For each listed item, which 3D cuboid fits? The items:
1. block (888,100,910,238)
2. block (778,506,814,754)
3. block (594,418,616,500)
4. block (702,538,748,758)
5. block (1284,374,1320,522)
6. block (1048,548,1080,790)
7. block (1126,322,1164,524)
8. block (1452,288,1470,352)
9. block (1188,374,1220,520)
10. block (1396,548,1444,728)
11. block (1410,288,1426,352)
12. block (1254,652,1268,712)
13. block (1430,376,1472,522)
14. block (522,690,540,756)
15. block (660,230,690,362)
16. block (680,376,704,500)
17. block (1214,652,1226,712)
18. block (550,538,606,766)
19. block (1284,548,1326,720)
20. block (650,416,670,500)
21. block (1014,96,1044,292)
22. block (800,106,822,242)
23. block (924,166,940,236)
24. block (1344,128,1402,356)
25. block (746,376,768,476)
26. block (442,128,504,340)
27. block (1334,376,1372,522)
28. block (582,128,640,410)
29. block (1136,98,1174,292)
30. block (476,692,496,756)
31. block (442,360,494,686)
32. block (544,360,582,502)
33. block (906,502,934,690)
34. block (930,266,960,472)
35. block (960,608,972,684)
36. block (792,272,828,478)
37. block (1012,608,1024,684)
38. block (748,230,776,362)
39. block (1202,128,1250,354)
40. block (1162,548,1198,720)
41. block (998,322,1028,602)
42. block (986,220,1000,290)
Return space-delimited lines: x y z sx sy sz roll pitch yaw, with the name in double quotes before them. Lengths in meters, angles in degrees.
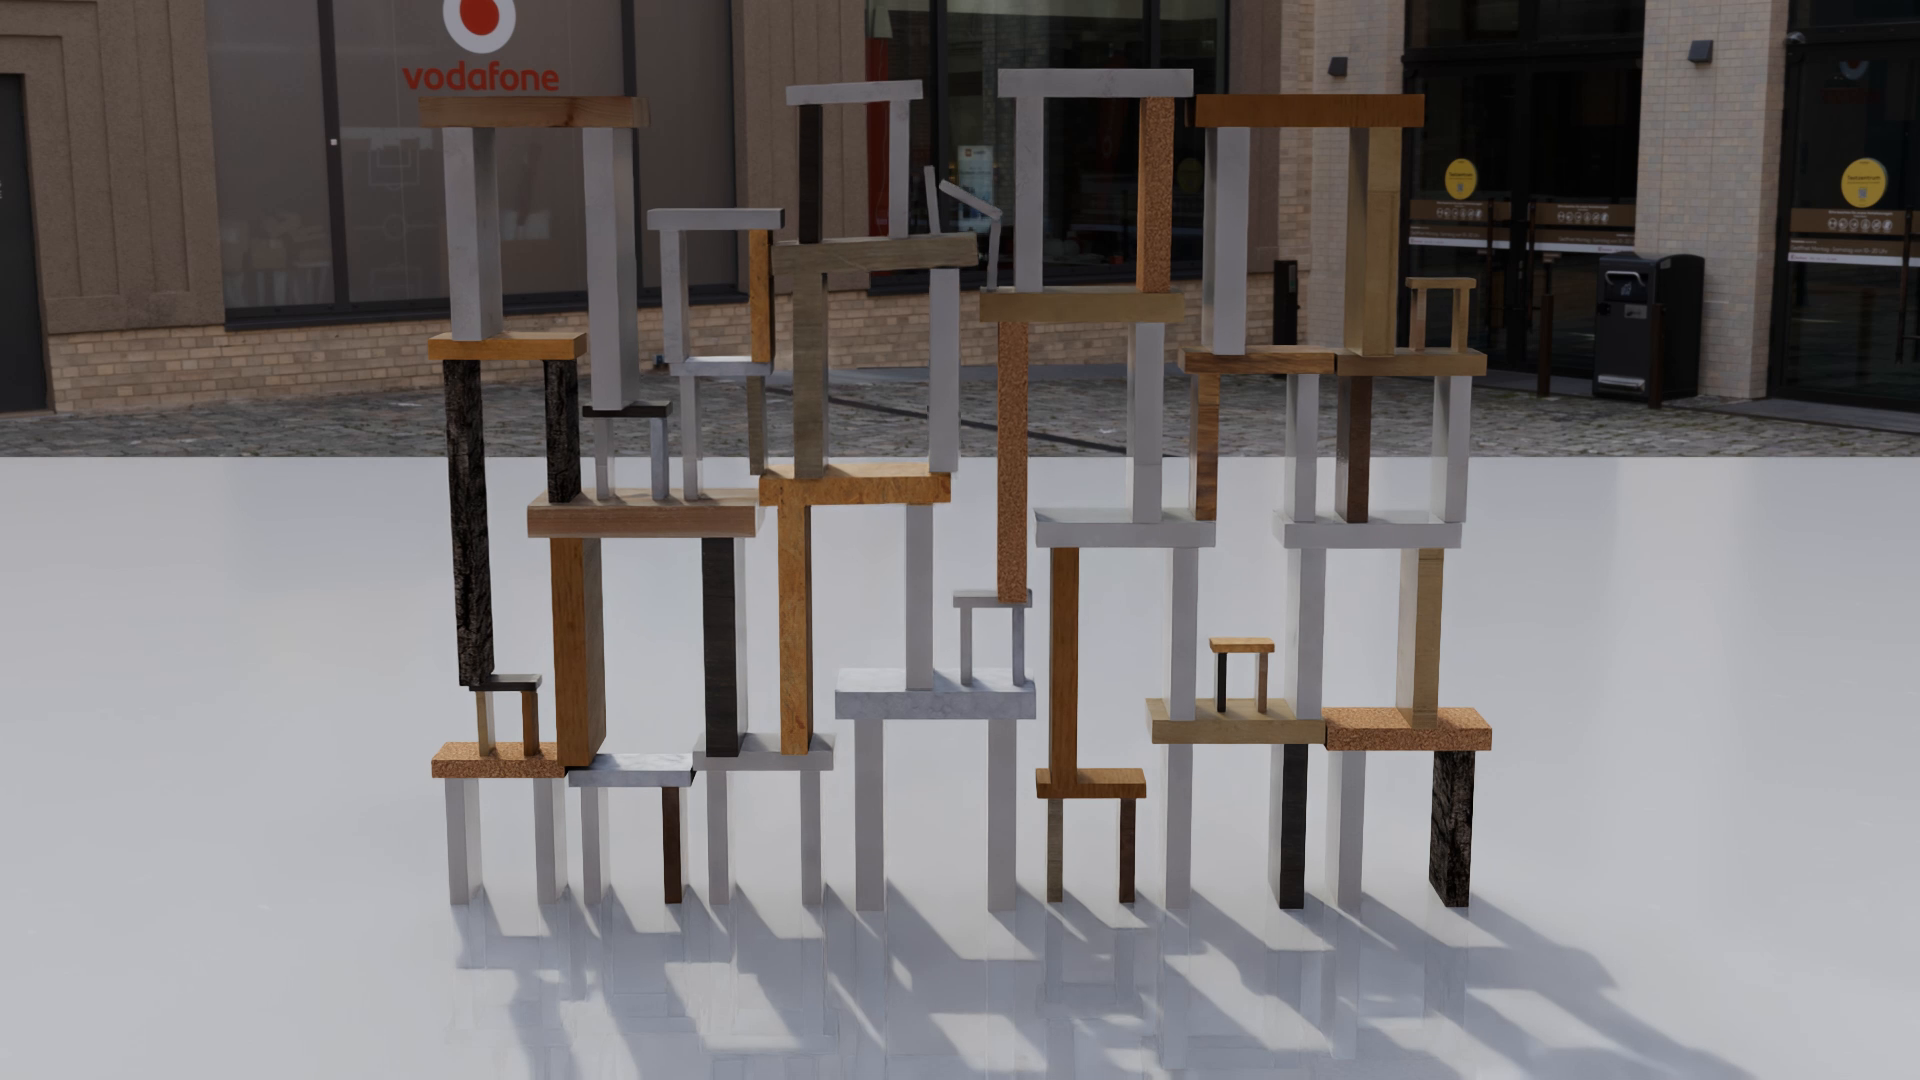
"block" -0.095 -0.582 3.452 0.030 0.210 0.105 1 11 0
"block" -0.267 0.132 3.585 0.043 0.408 0.151 0 11 0
"block" -0.571 -0.136 3.538 0.019 0.133 0.067 0 11 0
"block" -0.383 0.156 3.590 0.051 0.359 0.180 0 11 0
"block" 0.548 -0.155 3.533 0.033 0.237 0.117 0 11 0
"block" 0.169 0.195 3.592 0.040 0.399 0.142 0 11 0
"block" 0.295 -0.196 3.518 0.045 0.317 0.158 0 11 0
"block" 0.796 -0.352 3.499 0.014 0.101 0.050 0 11 0
"block" 0.392 -0.157 3.533 0.033 0.234 0.117 0 11 0
"block" 0.749 0.146 3.587 0.040 0.296 0.140 0 11 0
"block" 0.729 -0.351 3.499 0.014 0.101 0.050 0 11 0
"block" 0.493 0.227 3.604 0.014 0.100 0.050 0 11 0
"block" 0.787 -0.153 3.530 0.033 0.234 0.117 0 11 0
"block" -0.705 0.295 3.610 0.015 0.109 0.054 0 11 0
"block" -0.452 -0.390 3.490 0.029 0.207 0.103 -1 11 0
"block" -0.431 -0.169 3.532 0.022 0.200 0.079 -1 11 0
"block" 0.426 0.227 3.604 0.014 0.100 0.050 0 11 0
"block" -0.622 0.164 3.592 0.051 0.373 0.180 0 11 0
"block" 0.562 0.139 3.586 0.040 0.281 0.140 0 10 0
"block" -0.483 -0.136 3.537 0.019 0.133 0.067 0 11 0
"block" 0.107 -0.544 3.460 0.042 0.298 0.149 0 11 0
"block" -0.234 -0.575 3.453 0.030 0.210 0.105 1 11 0
"block" -0.043 -0.533 3.454 0.015 0.108 0.054 -6 11 1
"block" 0.649 -0.472 3.467 0.049 0.350 0.174 0 11 0
"block" -0.325 -0.189 3.528 0.022 0.158 0.079 -1 11 0
"block" -0.765 -0.484 3.462 0.046 0.326 0.163 0 11 0
"block" 0.631 -0.153 3.530 0.033 0.234 0.117 0 11 0
"block" -0.548 -0.430 3.467 0.046 0.434 0.163 0 11 2
"block" 0.307 -0.543 3.459 0.042 0.298 0.149 0 11 1
"block" -0.778 0.295 3.610 0.015 0.109 0.054 -1 11 0
"block" -0.792 -0.034 3.552 0.032 0.528 0.114 0 11 0
"block" -0.637 -0.181 3.525 0.032 0.228 0.114 0 11 0
"block" -0.065 0.077 3.573 0.043 0.301 0.151 0 11 0
"block" -0.025 -0.278 3.505 0.045 0.319 0.159 0 11 -1
"block" 0.010 0.166 3.586 0.018 0.128 0.064 0 11 0
"block" -0.237 -0.268 3.504 0.045 0.319 0.159 0 11 0
"block" 0.096 0.166 3.586 0.018 0.128 0.064 0 11 0
"block" -0.314 -0.391 3.490 0.029 0.207 0.104 0 11 0
"block" 0.418 -0.474 3.467 0.049 0.347 0.174 0 11 0
"block" 0.358 0.138 3.581 0.040 0.284 0.142 0 11 0
"block" 0.084 -0.134 3.532 0.045 0.445 0.158 0 10 0
"block" 0.053 -0.450 3.472 0.015 0.108 0.054 4 10 0
